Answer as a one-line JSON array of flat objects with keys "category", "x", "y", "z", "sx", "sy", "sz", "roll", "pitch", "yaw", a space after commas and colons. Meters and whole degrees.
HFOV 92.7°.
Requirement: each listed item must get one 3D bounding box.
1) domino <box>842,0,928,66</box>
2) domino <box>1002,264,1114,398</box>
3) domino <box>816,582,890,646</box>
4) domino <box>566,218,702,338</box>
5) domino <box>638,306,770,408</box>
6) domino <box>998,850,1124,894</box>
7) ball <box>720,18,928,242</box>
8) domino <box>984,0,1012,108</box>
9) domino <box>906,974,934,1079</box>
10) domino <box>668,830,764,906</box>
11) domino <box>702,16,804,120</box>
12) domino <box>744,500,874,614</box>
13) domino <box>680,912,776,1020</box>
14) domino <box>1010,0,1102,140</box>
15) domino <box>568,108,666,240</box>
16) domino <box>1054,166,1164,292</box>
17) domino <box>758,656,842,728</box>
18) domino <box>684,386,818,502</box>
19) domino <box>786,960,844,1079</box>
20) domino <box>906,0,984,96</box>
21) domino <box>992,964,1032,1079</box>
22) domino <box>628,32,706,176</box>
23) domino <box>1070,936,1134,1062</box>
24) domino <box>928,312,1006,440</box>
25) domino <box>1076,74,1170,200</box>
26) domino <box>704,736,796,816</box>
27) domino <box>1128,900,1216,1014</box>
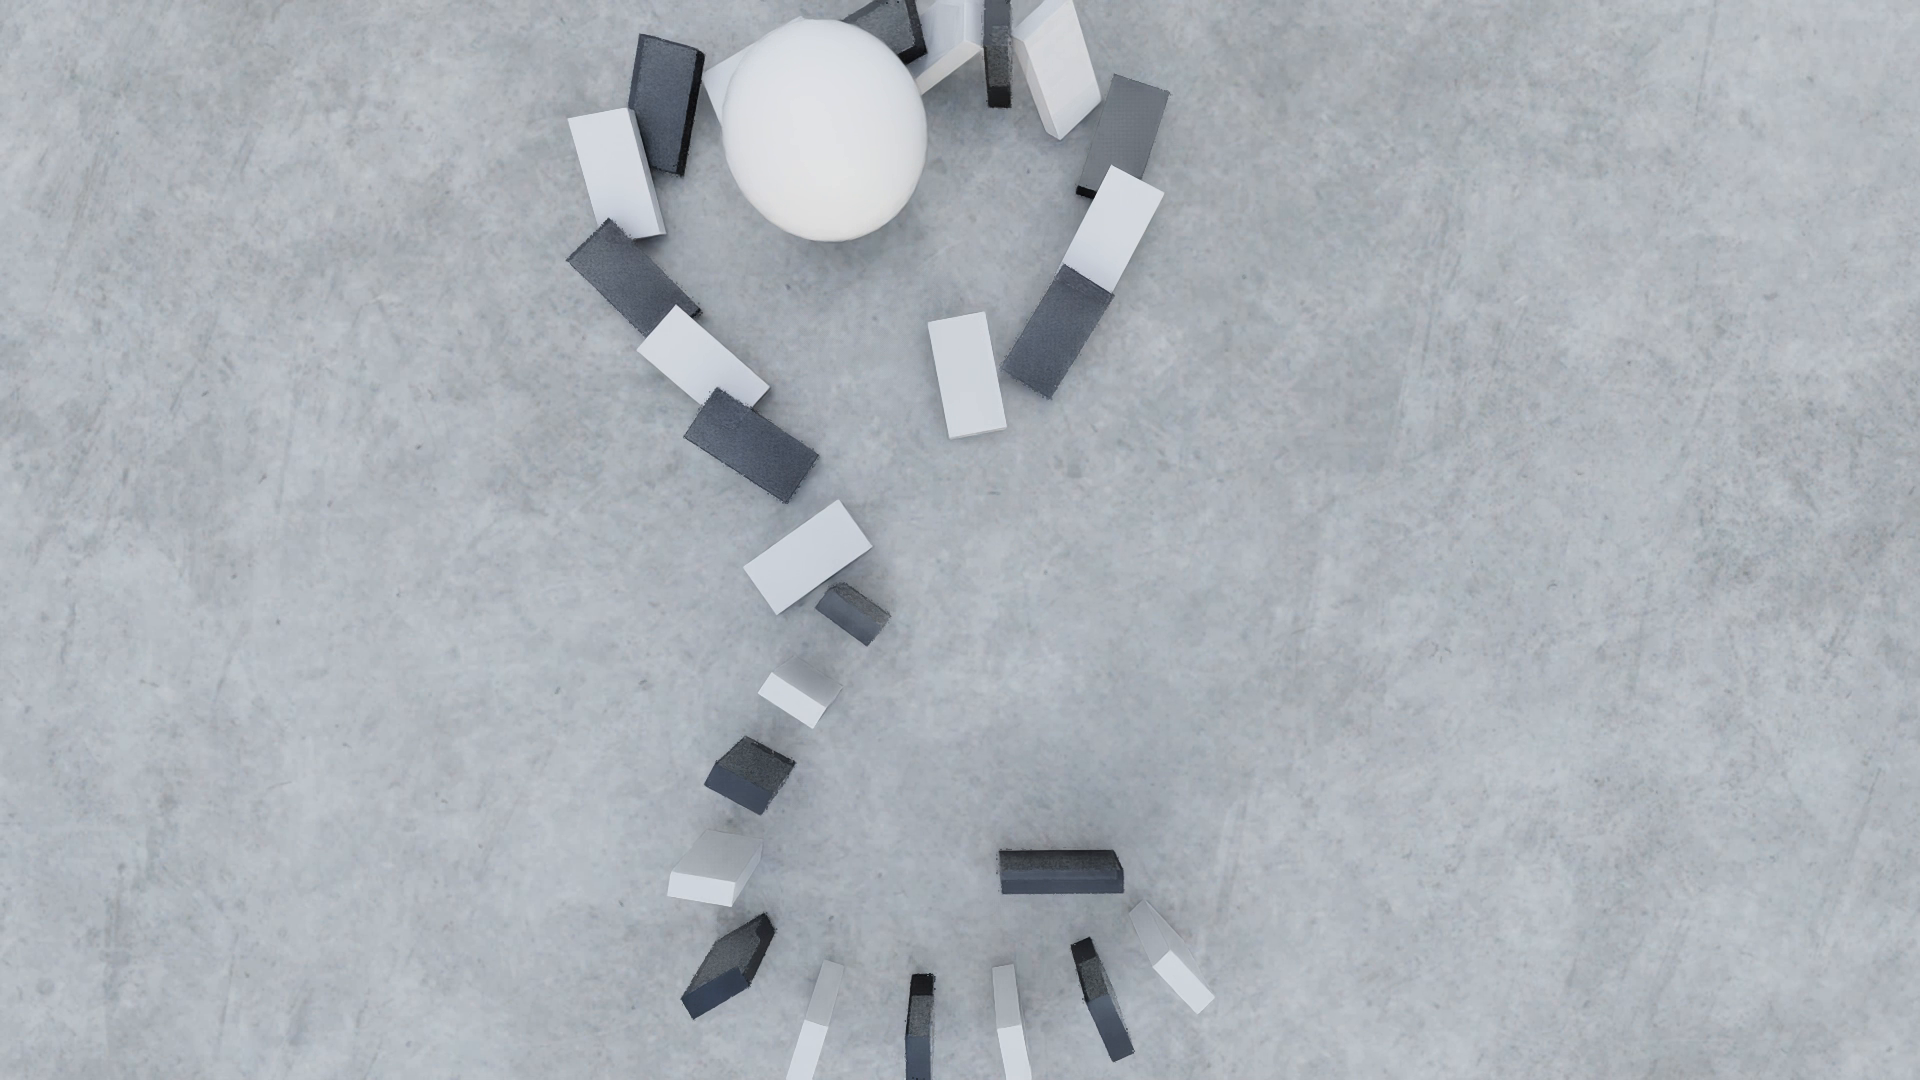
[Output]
[{"category": "domino", "x": -0.040, "y": -0.206, "z": 0.384, "sx": 0.050, "sy": 0.009, "sz": 0.025, "roll": -13, "pitch": 90, "yaw": 29}, {"category": "domino", "x": 0.041, "y": -0.088, "z": 0.390, "sx": 0.025, "sy": 0.010, "sz": 0.050, "roll": 32, "pitch": 102, "yaw": 0}, {"category": "domino", "x": -0.043, "y": 0.030, "z": 0.375, "sx": 0.025, "sy": 0.050, "sz": 0.009, "roll": 36, "pitch": 90, "yaw": 0}, {"category": "domino", "x": -0.138, "y": -0.108, "z": 0.390, "sx": 0.025, "sy": 0.010, "sz": 0.050, "roll": -45, "pitch": 104, "yaw": 0}, {"category": "domino", "x": -0.108, "y": -0.073, "z": 0.390, "sx": 0.050, "sy": 0.009, "sz": 0.025, "roll": 41, "pitch": 90, "yaw": -12}, {"category": "domino", "x": 0.042, "y": 0.140, "z": 0.388, "sx": 0.050, "sy": 0.025, "sz": 0.009, "roll": 0, "pitch": 90, "yaw": 0}, {"category": "ball", "x": -0.053, "y": -0.159, "z": 0.360, "sx": 0.080, "sy": 0.080, "sz": 0.080, "roll": 0, "pitch": 90, "yaw": 0}, {"category": "domino", "x": 0.016, "y": -0.201, "z": 0.375, "sx": 0.010, "sy": 0.050, "sz": 0.025, "roll": 2, "pitch": 90, "yaw": 4}, {"category": "domino", "x": -0.016, "y": 0.202, "z": 0.375, "sx": 0.010, "sy": 0.050, "sz": 0.025, "roll": -1, "pitch": 90, "yaw": 0}, {"category": "domino", "x": -0.099, "y": 0.133, "z": 0.375, "sx": 0.025, "sy": 0.050, "sz": 0.009, "roll": 10, "pitch": 90, "yaw": 0}, {"category": "domino", "x": -0.083, "y": -0.197, "z": 0.389, "sx": 0.050, "sy": 0.010, "sz": 0.025, "roll": -24, "pitch": 85, "yaw": 12}, {"category": "domino", "x": -0.065, "y": 0.007, "z": 0.395, "sx": 0.050, "sy": 0.009, "sz": 0.025, "roll": -35, "pitch": 90, "yaw": 0}, {"category": "domino", "x": -0.094, "y": 0.173, "z": 0.375, "sx": 0.025, "sy": 0.050, "sz": 0.010, "roll": -30, "pitch": 90, "yaw": 0}, {"category": "domino", "x": 0.040, "y": -0.194, "z": 0.376, "sx": 0.025, "sy": 0.050, "sz": 0.010, "roll": -43, "pitch": 58, "yaw": 0}, {"category": "domino", "x": -0.144, "y": -0.153, "z": 0.388, "sx": 0.025, "sy": 0.009, "sz": 0.050, "roll": -10, "pitch": 108, "yaw": 2}, {"category": "domino", "x": 0.063, "y": -0.129, "z": 0.389, "sx": 0.025, "sy": 0.009, "sz": 0.050, "roll": 28, "pitch": 104, "yaw": 0}, {"category": "domino", "x": -0.064, "y": 0.061, "z": 0.375, "sx": 0.025, "sy": 0.050, "sz": 0.010, "roll": 33, "pitch": 90, "yaw": 0}, {"category": "domino", "x": -0.088, "y": -0.040, "z": 0.389, "sx": 0.050, "sy": 0.010, "sz": 0.025, "roll": 34, "pitch": 92, "yaw": -14}, {"category": "domino", "x": -0.059, "y": 0.196, "z": 0.375, "sx": 0.010, "sy": 0.050, "sz": 0.025, "roll": 17, "pitch": 90, "yaw": 0}, {"category": "domino", "x": -0.008, "y": -0.205, "z": 0.377, "sx": 0.009, "sy": 0.050, "sz": 0.025, "roll": 1, "pitch": 90, "yaw": -34}, {"category": "domino", "x": 0.021, "y": 0.198, "z": 0.375, "sx": 0.009, "sy": 0.050, "sz": 0.025, "roll": -11, "pitch": 90, "yaw": 0}, {"category": "domino", "x": -0.127, "y": -0.184, "z": 0.390, "sx": 0.025, "sy": 0.009, "sz": 0.050, "roll": 15, "pitch": 103, "yaw": 0}, {"category": "domino", "x": 0.058, "y": 0.186, "z": 0.375, "sx": 0.009, "sy": 0.050, "sz": 0.025, "roll": -24, "pitch": 90, "yaw": 0}, {"category": "domino", "x": 0.003, "y": -0.071, "z": 0.395, "sx": 0.025, "sy": 0.010, "sz": 0.050, "roll": -11, "pitch": 90, "yaw": 0}, {"category": "domino", "x": 0.070, "y": -0.171, "z": 0.395, "sx": 0.025, "sy": 0.009, "sz": 0.050, "roll": 18, "pitch": 90, "yaw": 0}, {"category": "domino", "x": -0.085, "y": 0.095, "z": 0.375, "sx": 0.025, "sy": 0.050, "sz": 0.010, "roll": 28, "pitch": 90, "yaw": 0}, {"category": "domino", "x": 0.086, "y": 0.169, "z": 0.375, "sx": 0.009, "sy": 0.050, "sz": 0.025, "roll": -43, "pitch": 90, "yaw": 0}]
